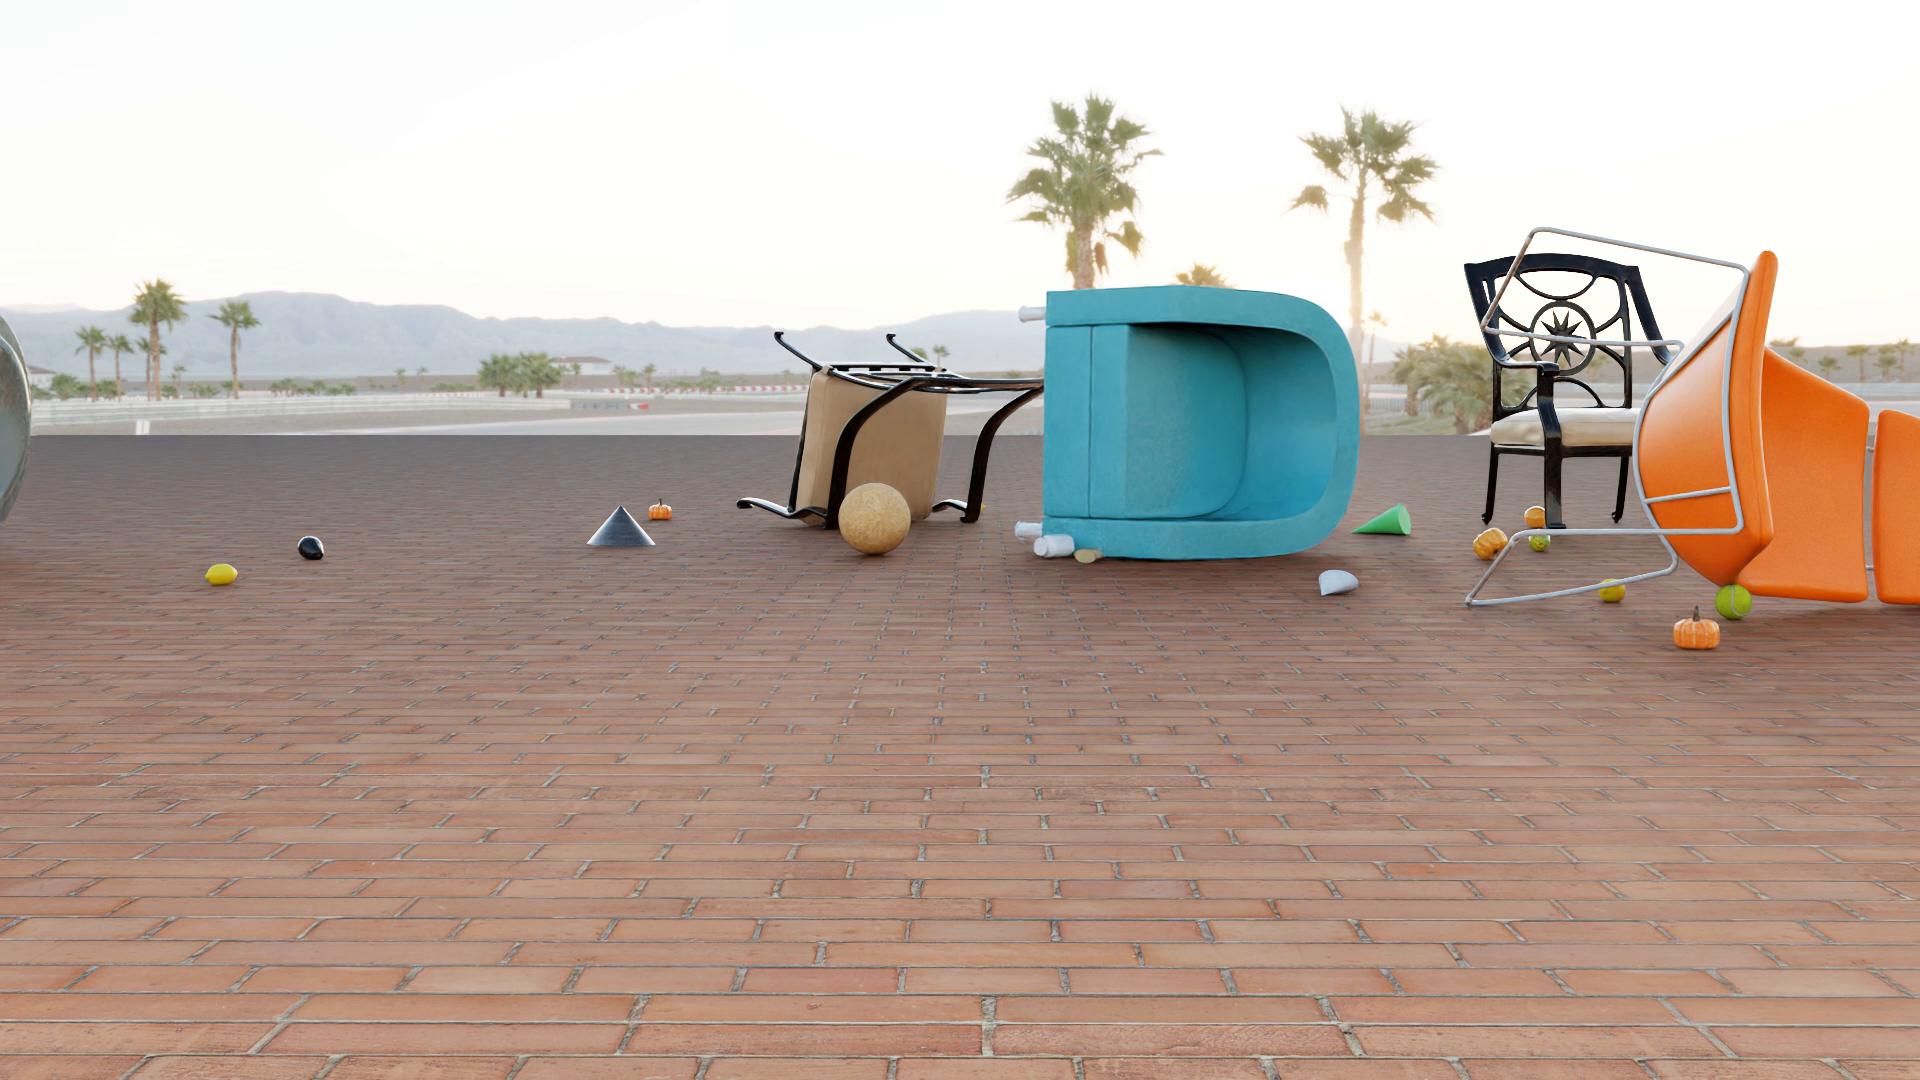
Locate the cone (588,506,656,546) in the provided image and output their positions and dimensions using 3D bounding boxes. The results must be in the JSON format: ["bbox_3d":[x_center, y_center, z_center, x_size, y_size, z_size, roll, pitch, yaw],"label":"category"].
[{"bbox_3d":[-0.982,-0.045,6.368,0.164,0.114,0.258,-4,5,-42],"label":"cone"}]

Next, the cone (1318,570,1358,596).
[{"bbox_3d":[0.809,0.106,4.807,0.107,0.058,0.065,-2,25,48],"label":"cone"}]

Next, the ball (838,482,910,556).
[{"bbox_3d":[-0.231,-0.057,5.947,0.196,0.196,0.196,0,4,0],"label":"ball"}]

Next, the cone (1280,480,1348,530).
[{"bbox_3d":[1.100,-0.079,7.140,0.238,0.158,0.234,-4,19,42],"label":"cone"}]
